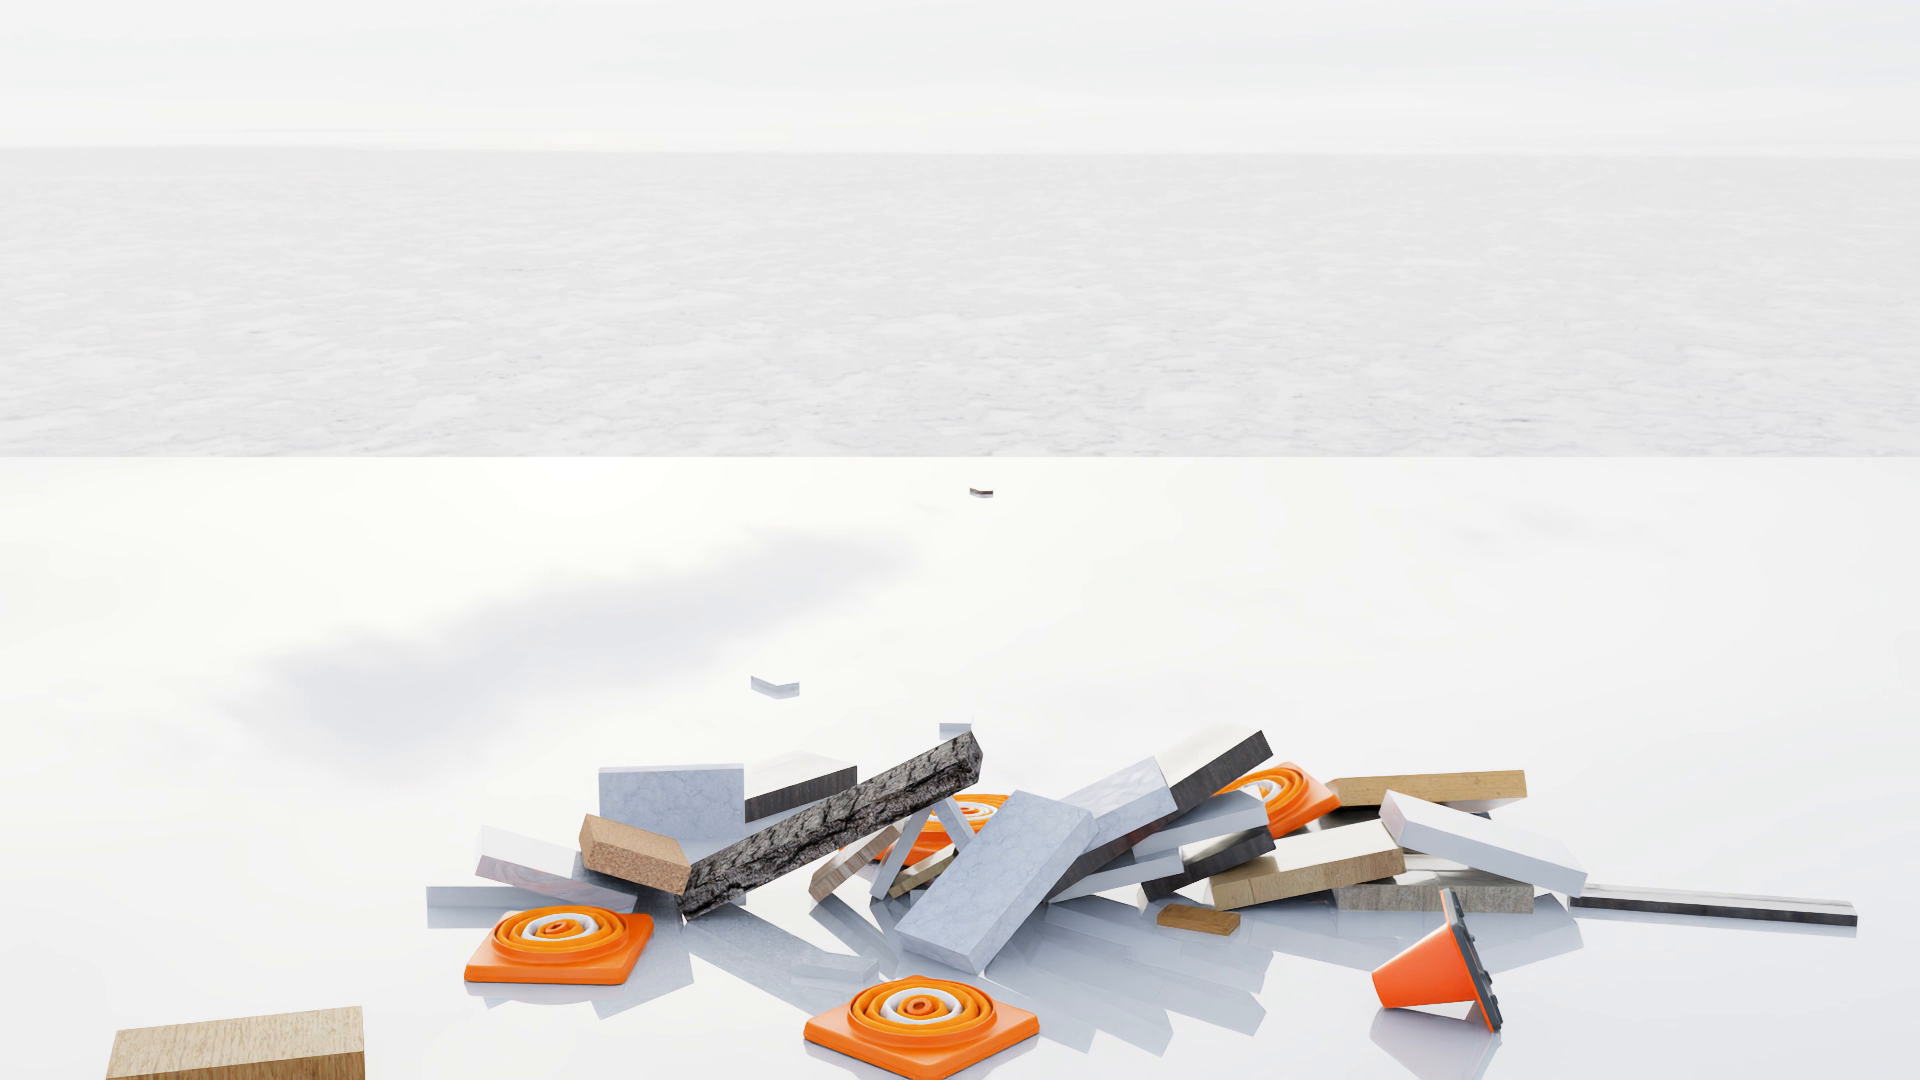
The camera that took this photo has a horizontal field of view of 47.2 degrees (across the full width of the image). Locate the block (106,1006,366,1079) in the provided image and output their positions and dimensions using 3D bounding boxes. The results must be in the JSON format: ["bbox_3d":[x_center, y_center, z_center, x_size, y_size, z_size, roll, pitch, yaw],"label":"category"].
[{"bbox_3d":[-0.972,0.697,2.968,0.323,0.046,0.162,-3,11,-15],"label":"block"}]

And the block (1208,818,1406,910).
[{"bbox_3d":[0.568,0.537,3.647,0.314,0.044,0.157,-12,10,3],"label":"block"}]

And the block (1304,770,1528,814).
[{"bbox_3d":[0.826,0.464,4.000,0.355,0.050,0.178,-1,-15,-11],"label":"block"}]

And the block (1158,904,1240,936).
[{"bbox_3d":[0.383,0.608,3.524,0.120,0.017,0.060,5,12,25],"label":"block"}]

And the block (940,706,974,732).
[{"bbox_3d":[-0.007,0.384,4.723,0.068,0.019,0.136,1,11,3],"label":"block"}]

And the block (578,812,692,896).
[{"bbox_3d":[-0.542,0.518,3.643,0.162,0.046,0.323,18,-3,-11],"label":"block"}]

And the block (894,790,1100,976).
[{"bbox_3d":[0.059,0.530,3.435,0.160,0.045,0.320,10,46,44],"label":"block"}]

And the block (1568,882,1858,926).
[{"bbox_3d":[1.224,0.594,3.593,0.444,0.019,0.068,2,11,12],"label":"block"}]

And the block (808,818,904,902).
[{"bbox_3d":[-0.172,0.523,3.654,0.182,0.026,0.091,-40,7,8],"label":"block"}]

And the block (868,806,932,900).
[{"bbox_3d":[-0.095,0.503,3.663,0.026,0.182,0.091,28,10,-3],"label":"block"}]

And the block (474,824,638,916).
[{"bbox_3d":[-0.656,0.535,3.566,0.258,0.037,0.129,19,10,-17],"label":"block"}]

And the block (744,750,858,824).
[{"bbox_3d":[-0.365,0.470,4.190,0.162,0.046,0.323,9,14,40],"label":"block"}]

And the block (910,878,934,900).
[{"bbox_3d":[-0.017,0.582,3.663,0.127,0.018,0.063,1,11,4],"label":"block"}]

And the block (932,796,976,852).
[{"bbox_3d":[-0.001,0.477,3.618,0.026,0.182,0.091,-30,8,5],"label":"block"}]

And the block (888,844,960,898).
[{"bbox_3d":[-0.058,0.549,3.659,0.127,0.018,0.063,-30,7,13],"label":"block"}]

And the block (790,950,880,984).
[{"bbox_3d":[-0.189,0.645,3.328,0.120,0.017,0.060,4,11,21],"label":"block"}]

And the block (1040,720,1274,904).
[{"bbox_3d":[0.288,0.450,3.680,0.472,0.050,0.178,-30,10,-17],"label":"block"}]

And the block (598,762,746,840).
[{"bbox_3d":[-0.517,0.472,3.953,0.258,0.129,0.037,-1,11,-6],"label":"block"}]

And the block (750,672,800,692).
[{"bbox_3d":[-0.424,0.326,5.045,0.060,0.017,0.120,-7,13,-34],"label":"block"}]

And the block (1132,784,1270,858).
[{"bbox_3d":[0.395,0.469,3.672,0.229,0.032,0.114,-15,10,4],"label":"block"}]

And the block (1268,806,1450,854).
[{"bbox_3d":[0.722,0.527,3.870,0.356,0.050,0.178,-2,11,-9],"label":"block"}]

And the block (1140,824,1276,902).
[{"bbox_3d":[0.410,0.527,3.674,0.229,0.032,0.114,-23,9,5],"label":"block"}]

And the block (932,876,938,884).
[{"bbox_3d":[0.014,0.582,3.600,0.127,0.018,0.063,7,26,16],"label":"block"}]

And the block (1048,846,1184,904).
[{"bbox_3d":[0.256,0.544,3.659,0.229,0.032,0.114,-14,10,7],"label":"block"}]

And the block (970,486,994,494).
[{"bbox_3d":[0.075,-0.175,7.748,0.049,0.014,0.097,-5,12,-25],"label":"block"}]

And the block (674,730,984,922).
[{"bbox_3d":[-0.211,0.463,3.576,0.528,0.045,0.160,-26,8,8],"label":"block"}]

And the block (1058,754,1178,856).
[{"bbox_3d":[0.190,0.462,3.582,0.320,0.045,0.160,-26,12,3],"label":"block"}]

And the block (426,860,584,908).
[{"bbox_3d":[-0.745,0.572,3.664,0.258,0.037,0.129,0,11,0],"label":"block"}]

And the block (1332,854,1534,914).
[{"bbox_3d":[0.780,0.570,3.657,0.314,0.044,0.157,1,11,3],"label":"block"}]

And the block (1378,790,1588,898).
[{"bbox_3d":[0.865,0.502,3.646,0.314,0.044,0.157,17,11,-4],"label":"block"}]
